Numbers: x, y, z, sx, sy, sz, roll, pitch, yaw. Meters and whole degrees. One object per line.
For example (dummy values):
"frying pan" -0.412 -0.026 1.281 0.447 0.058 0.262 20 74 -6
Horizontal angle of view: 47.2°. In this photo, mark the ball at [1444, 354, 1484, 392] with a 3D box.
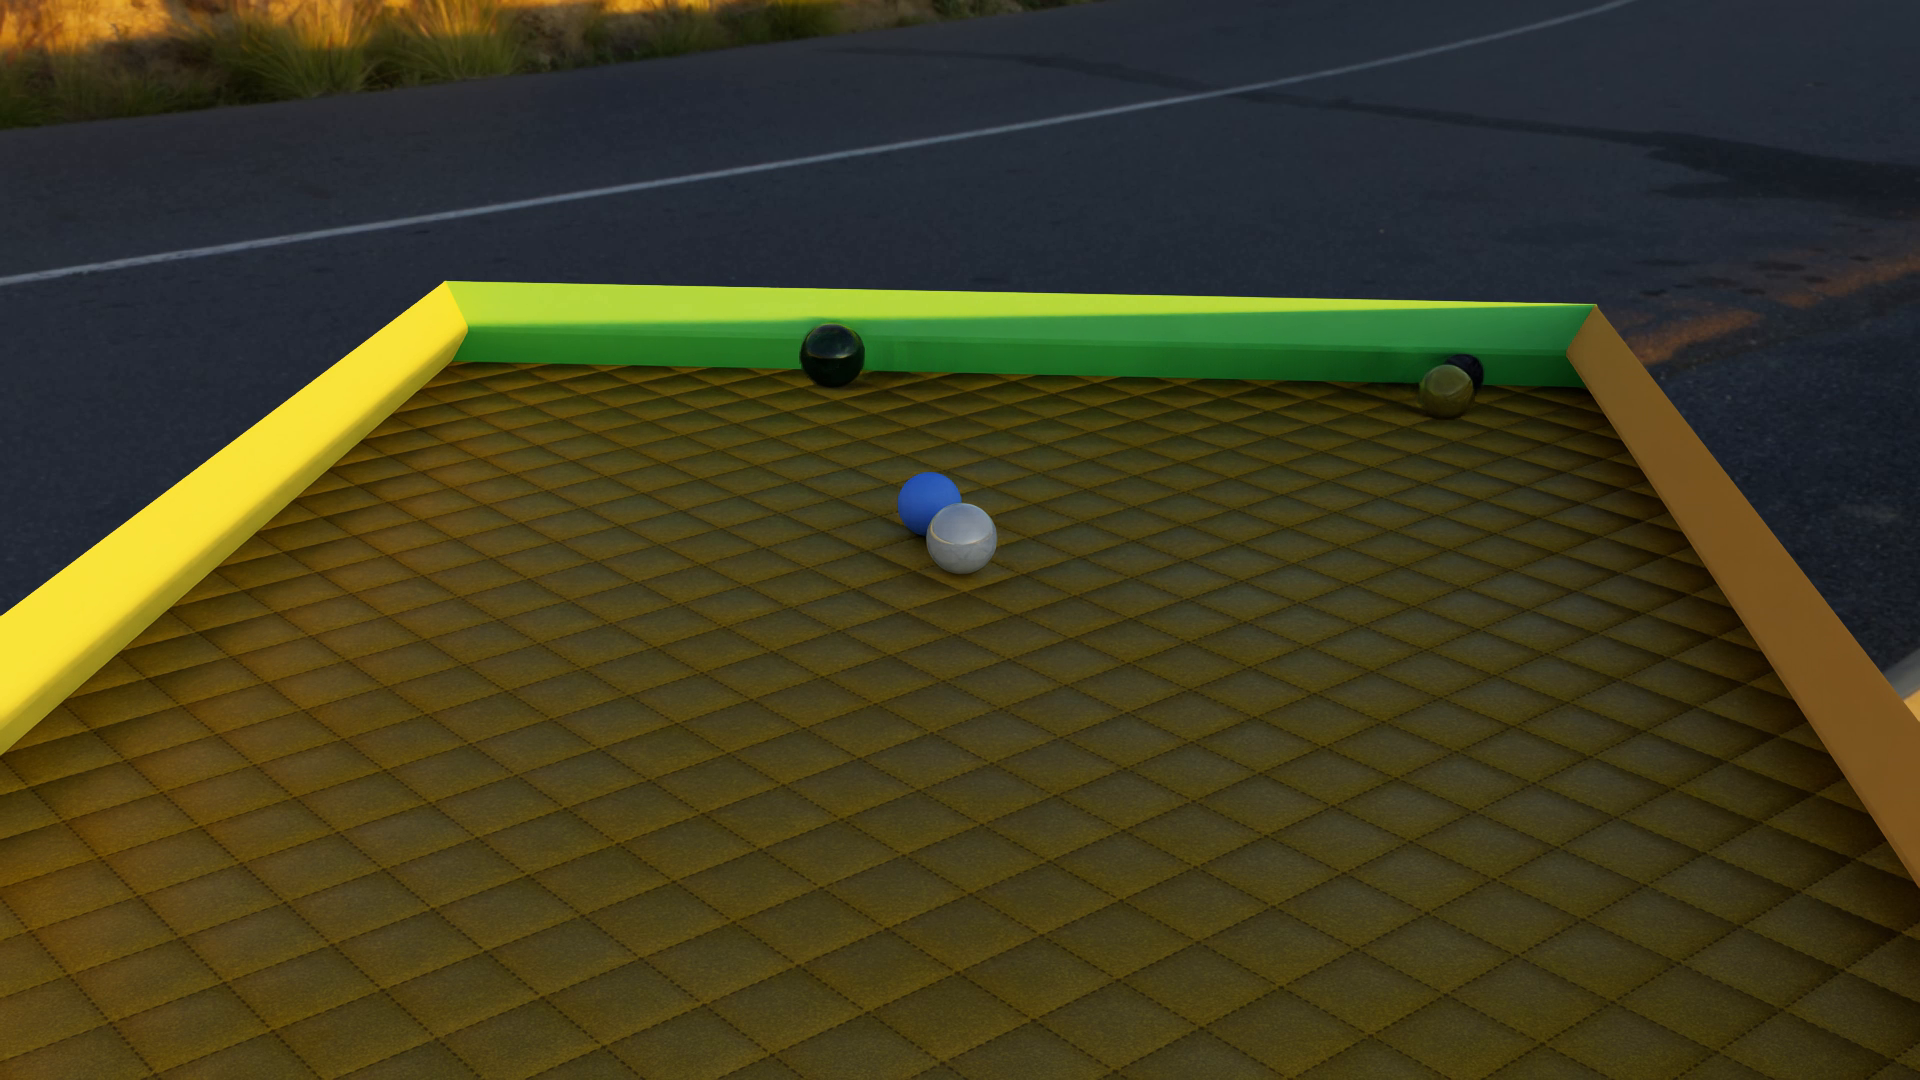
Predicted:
"ball" 0.733 -0.241 3.215 0.062 0.062 0.062 0 20 0

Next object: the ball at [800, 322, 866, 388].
"ball" -0.188 -0.274 3.256 0.096 0.096 0.096 0 20 0

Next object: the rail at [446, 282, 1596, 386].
"rail" 0.070 -0.304 3.295 1.730 0.124 0.045 2 20 5

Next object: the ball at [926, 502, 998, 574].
"ball" 0.002 -0.002 2.525 0.082 0.082 0.082 0 20 0

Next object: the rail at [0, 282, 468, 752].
"rail" -0.911 0.244 1.783 0.045 0.124 3.418 2 20 5

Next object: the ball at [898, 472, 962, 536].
"ball" -0.036 -0.043 2.645 0.078 0.078 0.078 0 20 0

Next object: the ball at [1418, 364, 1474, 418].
"ball" 0.687 -0.210 3.107 0.077 0.077 0.077 0 20 0

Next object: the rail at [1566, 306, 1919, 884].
"rail" 0.766 0.293 1.649 0.045 0.124 3.418 2 20 5
